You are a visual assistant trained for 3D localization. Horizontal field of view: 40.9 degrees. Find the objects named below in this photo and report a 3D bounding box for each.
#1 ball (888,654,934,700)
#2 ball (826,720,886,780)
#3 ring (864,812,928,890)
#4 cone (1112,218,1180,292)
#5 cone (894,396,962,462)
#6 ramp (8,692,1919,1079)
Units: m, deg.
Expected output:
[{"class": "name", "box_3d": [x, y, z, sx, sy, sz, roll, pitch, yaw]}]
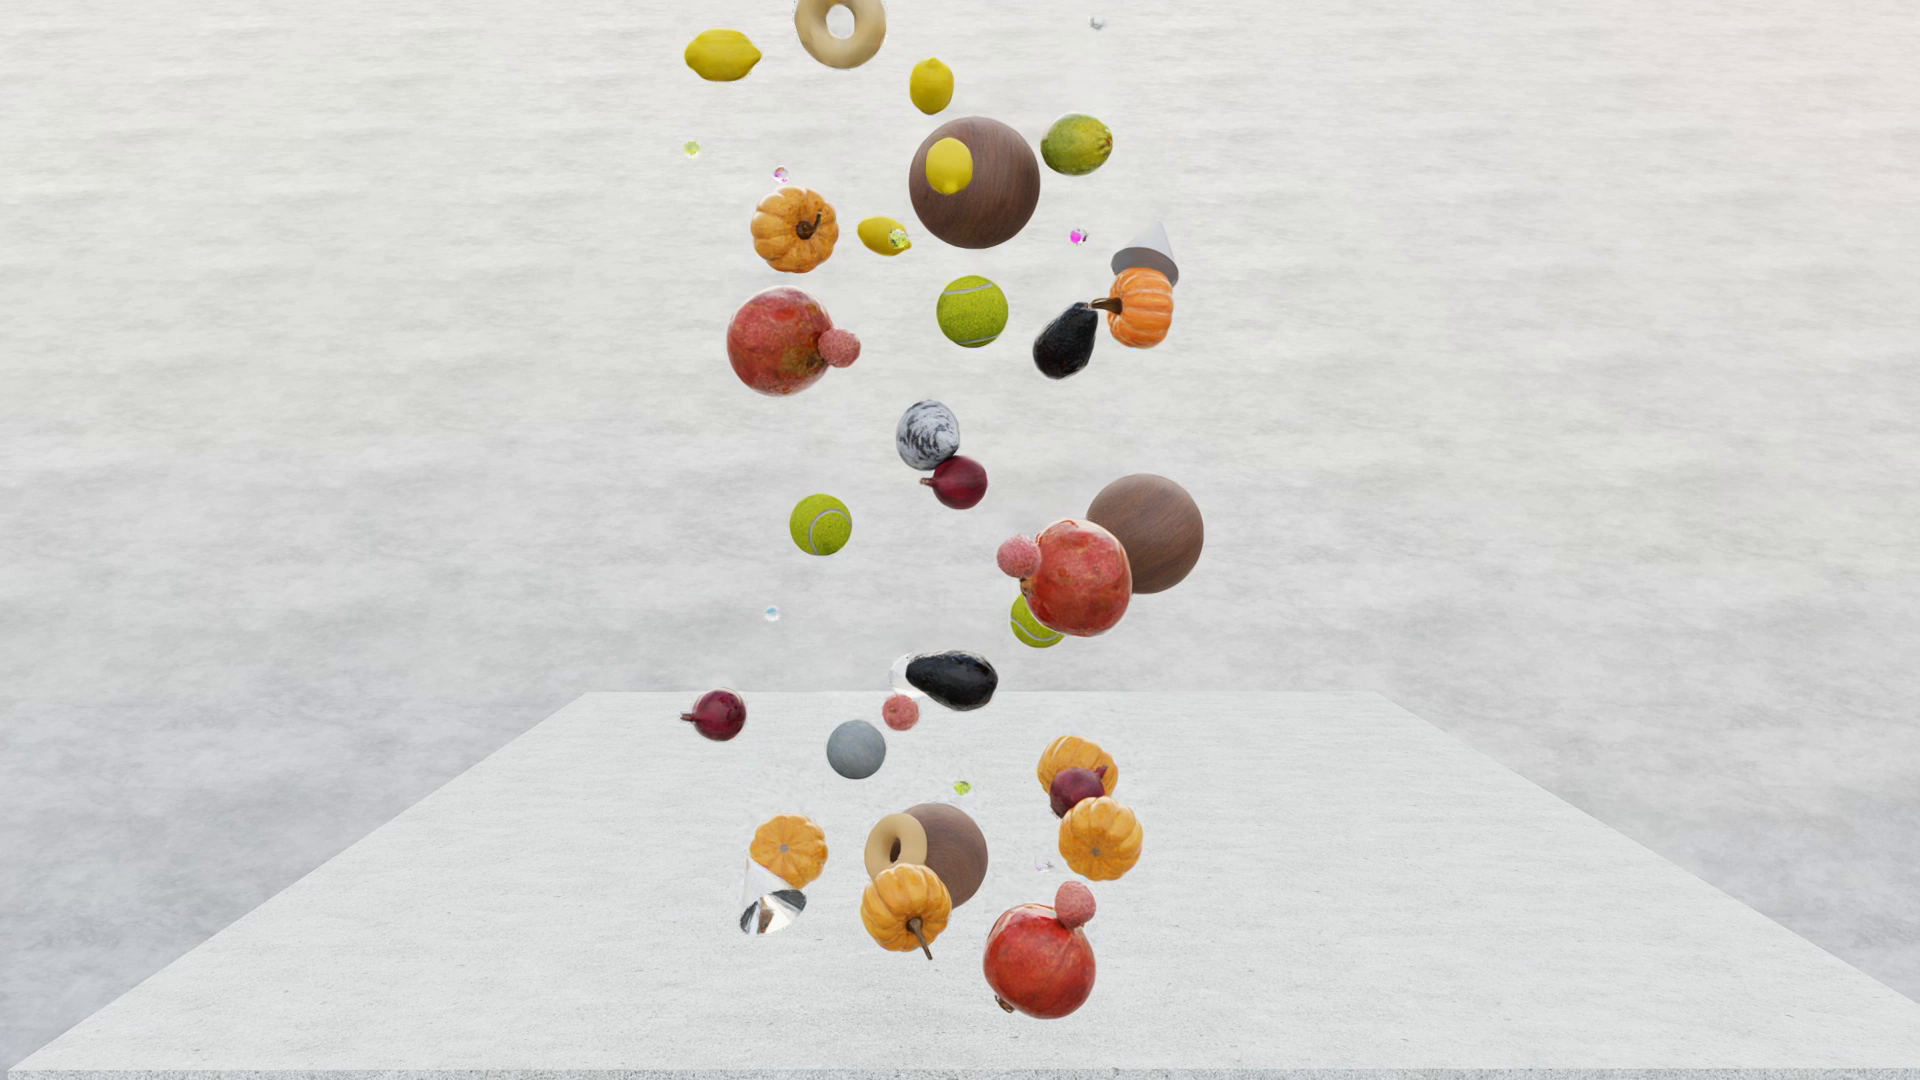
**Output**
[{"class": "ball", "box_3d": [-0.053, 0.150, 2.831, 0.050, 0.050, 0.050, 0, 24, 0]}, {"class": "ball", "box_3d": [-0.105, 0.212, 2.608, 0.061, 0.061, 0.061, 0, 24, 0]}, {"class": "ring", "box_3d": [-0.073, 0.354, 2.930, 0.030, 0.089, 0.089, 22, 5, -43]}, {"class": "cone", "box_3d": [0.184, -0.283, 2.463, 0.066, 0.066, 0.066, 7, 57, 16]}, {"class": "cone", "box_3d": [-0.017, -0.105, 2.748, 0.077, 0.077, 0.077, -14, 29, -28]}, {"class": "ramp", "box_3d": [0.056, 0.504, 4.549, 2.000, 0.100, 4.000, 0, 2, 0]}]
